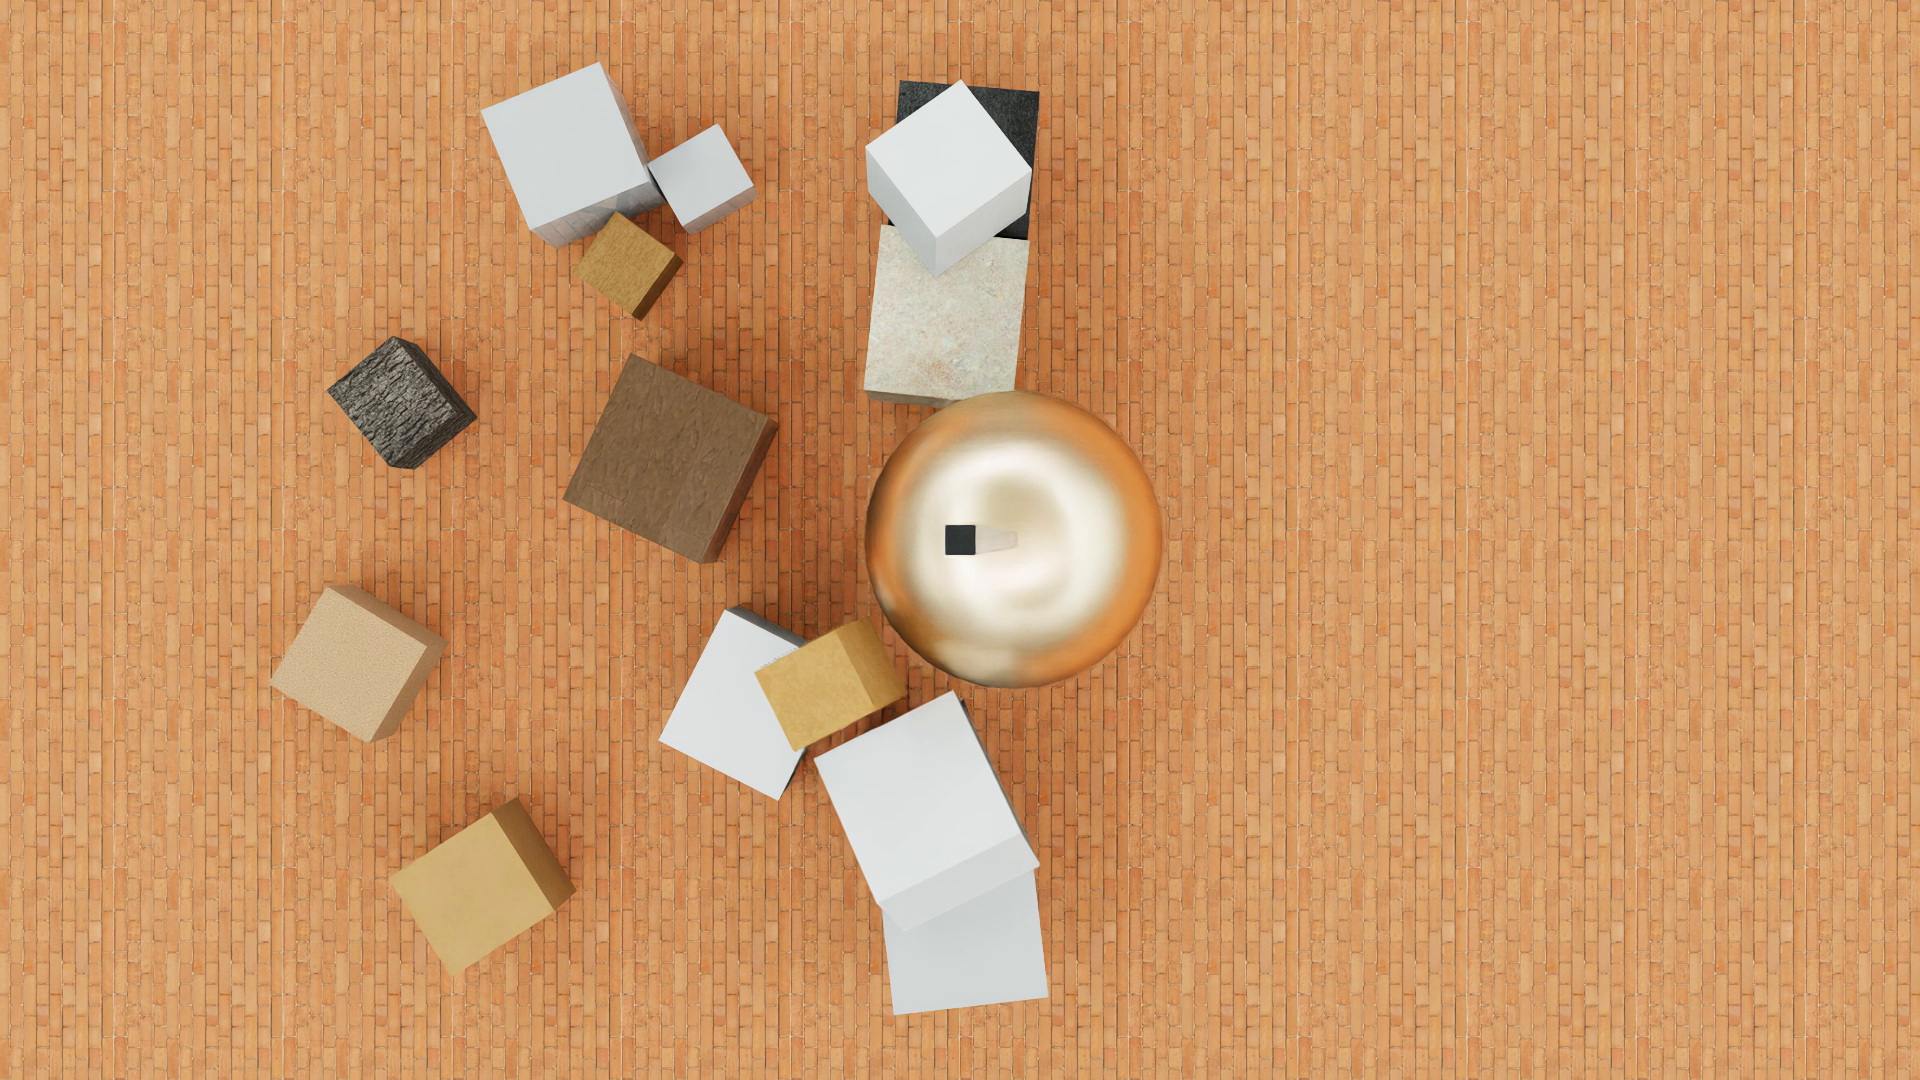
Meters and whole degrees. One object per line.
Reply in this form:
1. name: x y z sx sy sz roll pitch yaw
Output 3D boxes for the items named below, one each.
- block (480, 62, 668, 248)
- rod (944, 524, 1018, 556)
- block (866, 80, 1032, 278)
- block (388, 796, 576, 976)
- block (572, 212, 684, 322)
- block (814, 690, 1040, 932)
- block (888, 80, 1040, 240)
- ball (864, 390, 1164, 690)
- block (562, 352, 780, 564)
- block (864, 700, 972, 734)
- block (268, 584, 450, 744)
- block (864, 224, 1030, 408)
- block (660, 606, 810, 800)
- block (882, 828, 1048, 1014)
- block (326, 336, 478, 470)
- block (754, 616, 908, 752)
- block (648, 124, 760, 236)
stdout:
1. block: -2.195 -2.188 12.603 0.713 0.794 0.717 -22 90 0
2. rod: 0.123 0.000 8.362 0.080 5.200 0.080 0 90 3
3. block: -0.065 -1.923 11.774 0.622 0.682 0.618 -36 82 -7
4. block: -2.728 1.980 12.638 0.683 0.723 0.659 -33 90 0
5. block: -1.928 -1.588 12.799 0.419 0.402 0.434 36 90 0
6. block: -0.170 1.471 11.856 0.828 0.721 0.869 -26 66 0
7. block: 0.021 -2.113 12.595 0.780 0.810 0.812 5 90 0
8. ball: 0.284 0.000 11.758 1.600 1.600 1.600 0 90 0
9. block: -1.637 -0.454 12.608 0.848 0.783 0.902 25 90 0
10. block: -0.164 1.366 12.683 0.622 0.635 0.691 -18 90 0
11. block: -3.466 0.708 12.725 0.662 0.550 0.643 31 90 0
12. block: -0.073 -1.235 12.539 0.820 0.922 0.911 6 90 0
13. block: -1.159 0.918 12.611 0.745 0.778 0.813 27 90 0
14. block: 0.014 2.167 12.585 0.860 0.829 0.831 -7 90 0
15. block: -3.215 -0.785 12.714 0.486 0.571 0.561 -40 90 0
16. block: -0.689 0.771 11.828 0.531 0.489 0.475 -28 87 20
17. block: -1.487 -2.090 12.791 0.471 0.419 0.409 -30 90 0
